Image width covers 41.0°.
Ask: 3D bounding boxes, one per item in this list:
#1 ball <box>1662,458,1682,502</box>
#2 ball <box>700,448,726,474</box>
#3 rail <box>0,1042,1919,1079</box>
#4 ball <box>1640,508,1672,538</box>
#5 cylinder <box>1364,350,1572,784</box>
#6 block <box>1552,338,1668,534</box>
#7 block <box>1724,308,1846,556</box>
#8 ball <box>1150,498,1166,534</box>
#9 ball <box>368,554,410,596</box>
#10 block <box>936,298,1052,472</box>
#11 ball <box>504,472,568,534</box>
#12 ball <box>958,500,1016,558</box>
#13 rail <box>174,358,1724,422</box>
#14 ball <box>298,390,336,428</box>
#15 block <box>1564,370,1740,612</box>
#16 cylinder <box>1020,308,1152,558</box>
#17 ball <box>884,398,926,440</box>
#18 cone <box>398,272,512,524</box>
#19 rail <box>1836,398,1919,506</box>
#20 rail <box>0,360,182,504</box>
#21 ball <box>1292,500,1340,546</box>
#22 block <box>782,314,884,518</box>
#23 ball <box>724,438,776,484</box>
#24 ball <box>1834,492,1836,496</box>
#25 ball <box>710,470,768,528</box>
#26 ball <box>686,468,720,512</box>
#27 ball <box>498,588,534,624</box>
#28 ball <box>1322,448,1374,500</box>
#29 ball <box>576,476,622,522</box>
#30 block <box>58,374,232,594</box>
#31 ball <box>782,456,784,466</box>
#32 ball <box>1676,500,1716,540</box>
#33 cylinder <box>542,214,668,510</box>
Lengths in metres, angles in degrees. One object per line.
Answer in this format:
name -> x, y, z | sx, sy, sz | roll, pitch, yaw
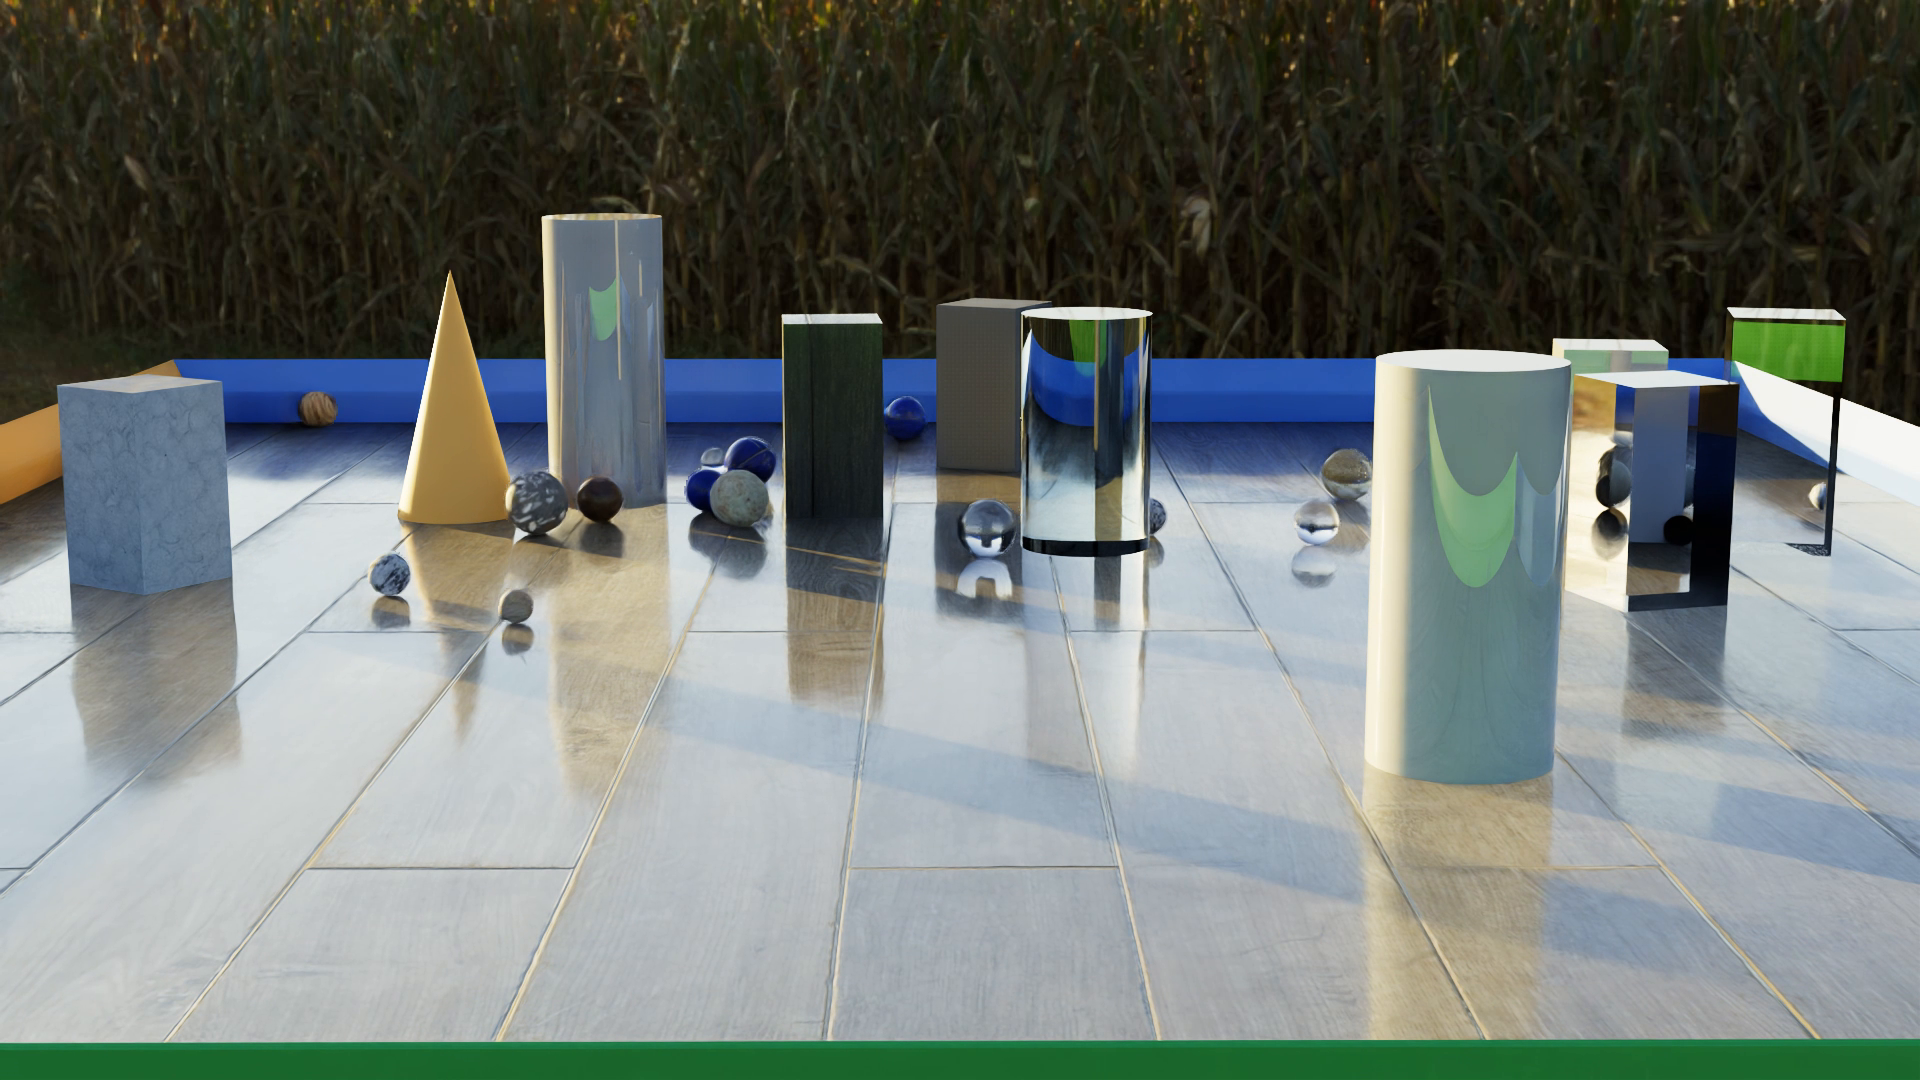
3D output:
ball -> 1.177, -0.102, 4.327 | 0.077, 0.077, 0.077 | 0, 10, 0
ball -> -0.441, -0.140, 4.609 | 0.050, 0.050, 0.050 | 0, 10, 0
rail -> 0.011, 0.371, 1.623 | 3.219, 0.129, 0.045 | 0, 10, 0
ball -> 1.084, -0.025, 3.995 | 0.047, 0.047, 0.047 | 0, 10, 0
cylinder -> 0.530, 0.024, 2.690 | 0.198, 0.426, 0.198 | 0, 10, 0
block -> 1.027, -0.166, 4.083 | 0.159, 0.291, 0.159 | 1, 11, 7
block -> 1.248, -0.167, 3.912 | 0.159, 0.357, 0.159 | 2, 11, 13
ball -> 0.293, -0.038, 4.026 | 0.060, 0.060, 0.060 | 0, 10, 0
ball -> -0.794, 0.048, 3.569 | 0.058, 0.058, 0.058 | 0, 10, 0
block -> 0.063, -0.287, 4.720 | 0.159, 0.298, 0.159 | 5, 12, 26
ball -> -0.666, -0.059, 4.033 | 0.099, 0.099, 0.099 | 0, 10, 0
ball -> 0.040, -0.017, 3.836 | 0.088, 0.088, 0.088 | 0, 10, 0
rail -> -0.011, -0.305, 5.274 | 3.219, 0.129, 0.045 | 0, 10, 0
ball -> -1.310, -0.266, 5.222 | 0.075, 0.075, 0.075 | 0, 10, 0
block -> 0.950, -0.070, 3.530 | 0.159, 0.304, 0.159 | -3, 11, -16
cylinder -> 0.192, -0.168, 3.913 | 0.198, 0.357, 0.198 | 0, 10, 0
ball -> -0.107, -0.240, 5.053 | 0.084, 0.084, 0.084 | 0, 10, 0
cone -> -0.825, -0.241, 4.187 | 0.198, 0.402, 0.198 | 0, 10, 0
rail -> 1.586, 0.031, 3.458 | 0.045, 0.129, 3.761 | 0, 10, 0
rail -> -1.586, 0.035, 3.440 | 0.045, 0.129, 3.761 | 0, 10, 0
ball -> 0.547, -0.027, 3.940 | 0.071, 0.071, 0.071 | 0, 10, 0
block -> -0.211, -0.206, 4.228 | 0.159, 0.318, 0.159 | -1, 11, -5
ball -> -0.366, -0.134, 4.467 | 0.089, 0.089, 0.089 | 0, 10, 0
ball -> 1.445, -0.082, 4.304 | 0.046, 0.046, 0.046 | 0, 10, 0
ball -> -0.353, -0.066, 4.091 | 0.093, 0.093, 0.093 | 0, 10, 0
ball -> -0.416, -0.082, 4.235 | 0.071, 0.071, 0.071 | 0, 10, 0
ball -> -0.586, 0.087, 3.390 | 0.046, 0.046, 0.046 | 0, 10, 0
ball -> 0.657, -0.111, 4.343 | 0.088, 0.088, 0.088 | 0, 10, 0
ball -> -0.582, -0.066, 4.141 | 0.074, 0.074, 0.074 | 0, 10, 0
block -> -1.160, -0.082, 3.655 | 0.159, 0.283, 0.159 | 7, 12, 32
ball -> -0.271, -0.139, 4.514 | 0.083, 0.083, 0.083 | 0, 10, 0
ball -> 1.145, -0.031, 3.988 | 0.060, 0.060, 0.060 | 0, 10, 0
cylinder -> -0.595, -0.302, 4.308 | 0.198, 0.478, 0.198 | 0, 10, 0
